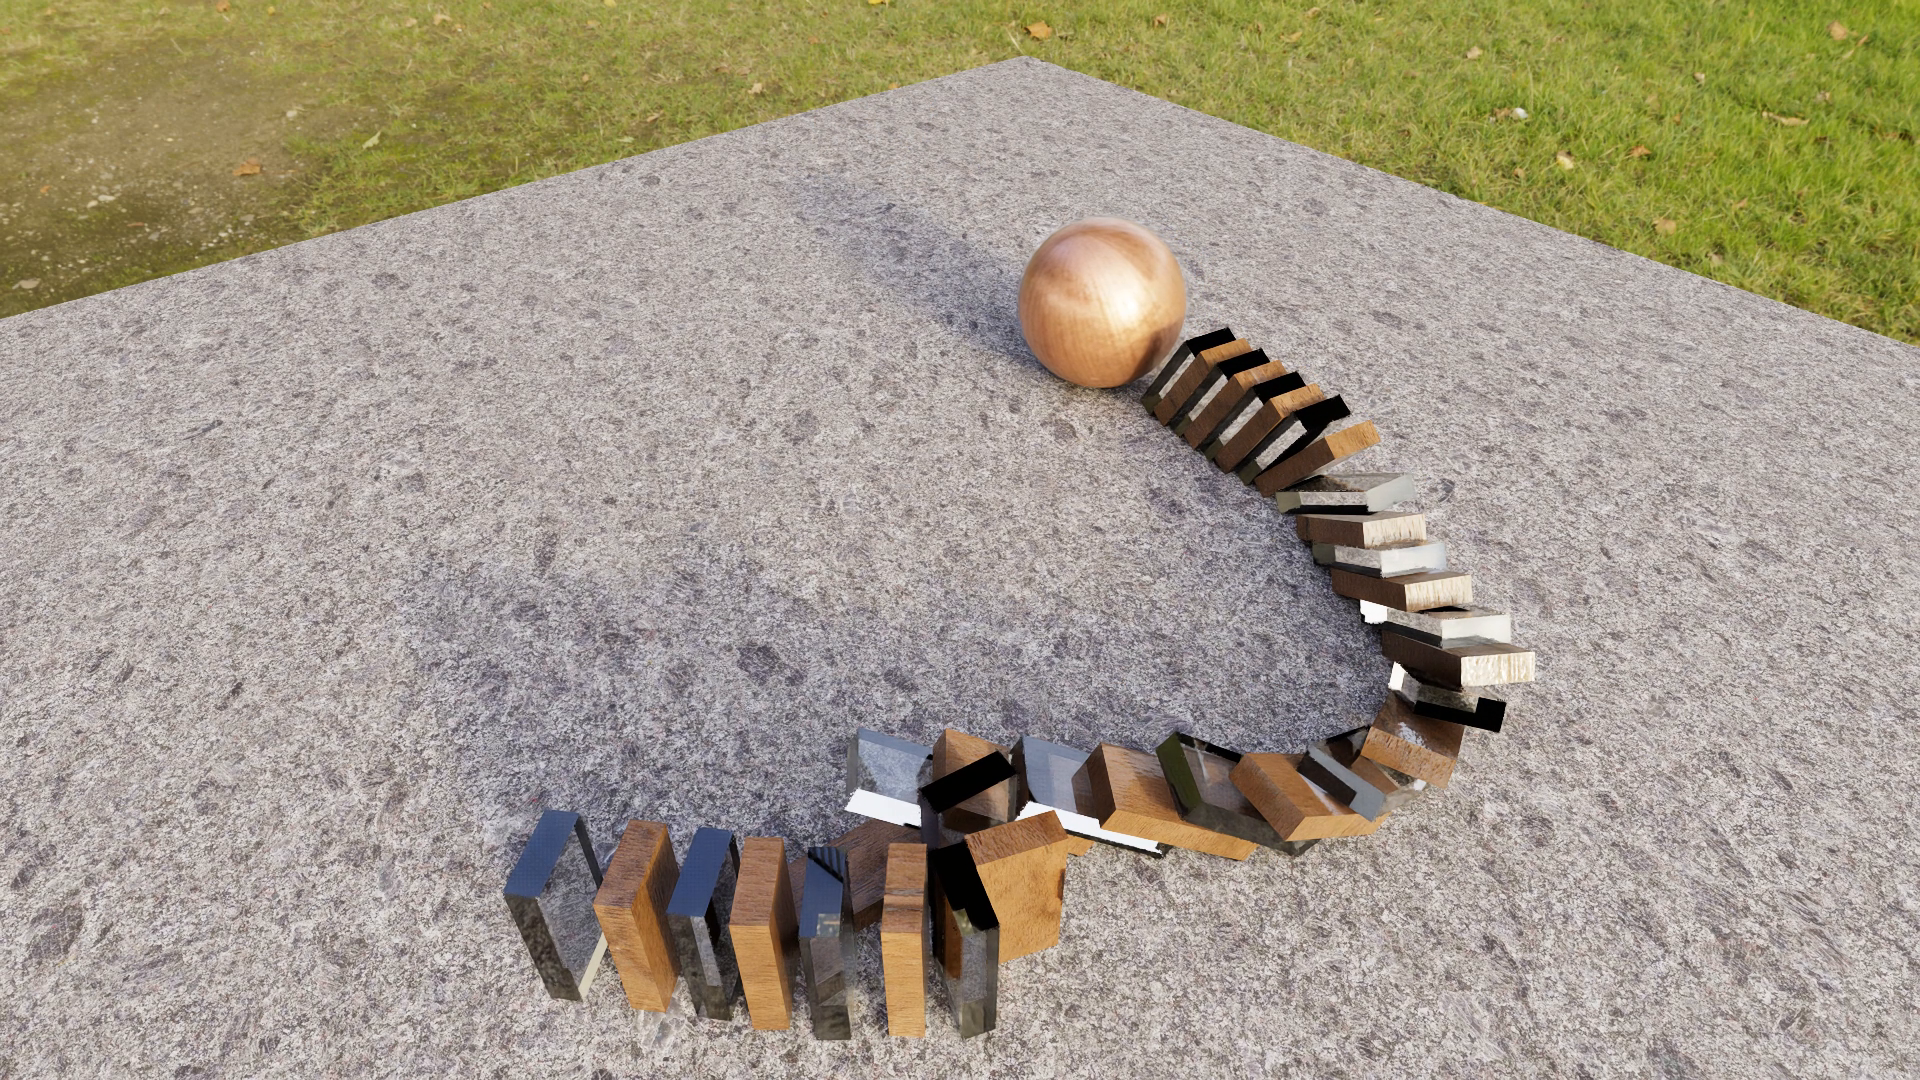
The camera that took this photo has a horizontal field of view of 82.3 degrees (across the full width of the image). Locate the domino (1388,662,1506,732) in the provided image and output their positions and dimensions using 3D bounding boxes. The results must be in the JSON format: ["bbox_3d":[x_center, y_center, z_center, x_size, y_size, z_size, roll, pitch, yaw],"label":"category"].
[{"bbox_3d":[0.158,0.051,0.360,0.025,0.009,0.050,12,4,13],"label":"domino"}]

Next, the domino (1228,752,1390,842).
[{"bbox_3d":[0.105,0.076,0.330,0.050,0.009,0.025,11,29,-42],"label":"domino"}]

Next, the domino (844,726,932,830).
[{"bbox_3d":[-0.009,0.076,0.333,0.050,0.010,0.025,20,31,-16],"label":"domino"}]

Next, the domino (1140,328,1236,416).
[{"bbox_3d":[0.105,-0.077,0.507,0.025,0.050,0.009,-20,73,-23],"label":"domino"}]

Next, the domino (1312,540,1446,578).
[{"bbox_3d":[0.157,0.005,0.416,0.025,0.009,0.050,-8,6,-9],"label":"domino"}]

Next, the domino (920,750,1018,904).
[{"bbox_3d":[0.002,0.084,0.309,0.025,0.050,0.009,-22,44,-24],"label":"domino"}]

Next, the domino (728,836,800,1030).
[{"bbox_3d":[-0.050,0.103,0.286,0.010,0.050,0.025,0,39,0],"label":"domino"}]

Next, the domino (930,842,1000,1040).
[{"bbox_3d":[0.001,0.104,0.284,0.009,0.050,0.025,-13,41,-15],"label":"domino"}]

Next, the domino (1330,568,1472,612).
[{"bbox_3d":[0.161,0.016,0.403,0.025,0.009,0.050,-8,7,-9],"label":"domino"}]

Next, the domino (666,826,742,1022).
[{"bbox_3d":[-0.064,0.101,0.288,0.009,0.050,0.025,4,40,5],"label":"domino"}]

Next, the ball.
[{"bbox_3d":[0.068,-0.113,0.526,0.080,0.080,0.080,0,39,0],"label":"ball"}]

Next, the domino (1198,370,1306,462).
[{"bbox_3d":[0.127,-0.053,0.478,0.025,0.050,0.009,-20,73,-23],"label":"domino"}]

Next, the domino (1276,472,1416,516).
[{"bbox_3d":[0.155,-0.019,0.446,0.025,0.009,0.050,-20,10,-23],"label":"domino"}]

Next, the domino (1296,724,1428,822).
[{"bbox_3d":[0.126,0.071,0.338,0.025,0.010,0.050,35,20,34],"label":"domino"}]

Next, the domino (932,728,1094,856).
[{"bbox_3d":[0.016,0.076,0.333,0.050,0.010,0.025,20,35,-16],"label":"domino"}]

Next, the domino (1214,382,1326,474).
[{"bbox_3d":[0.132,-0.047,0.470,0.025,0.050,0.009,-20,73,-23],"label":"domino"}]

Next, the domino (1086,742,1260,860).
[{"bbox_3d":[0.064,0.079,0.332,0.050,0.009,0.025,17,36,-18],"label":"domino"}]

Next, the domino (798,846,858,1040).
[{"bbox_3d":[-0.033,0.105,0.284,0.010,0.050,0.025,0,39,0],"label":"domino"}]

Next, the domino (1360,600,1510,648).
[{"bbox_3d":[0.166,0.028,0.388,0.025,0.010,0.050,-4,6,-10],"label":"domino"}]

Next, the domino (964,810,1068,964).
[{"bbox_3d":[0.014,0.095,0.296,0.025,0.050,0.010,-12,41,-15],"label":"domino"}]

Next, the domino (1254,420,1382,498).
[{"bbox_3d":[0.147,-0.033,0.455,0.025,0.050,0.010,-20,81,-23],"label":"domino"}]

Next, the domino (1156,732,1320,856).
[{"bbox_3d":[0.083,0.076,0.329,0.050,0.010,0.025,23,33,-28],"label":"domino"}]

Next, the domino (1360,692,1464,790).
[{"bbox_3d":[0.144,0.063,0.349,0.025,0.010,0.050,22,14,24],"label":"domino"}]

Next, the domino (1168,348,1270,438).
[{"bbox_3d":[0.116,-0.065,0.492,0.025,0.050,0.009,-20,73,-23],"label":"domino"}]

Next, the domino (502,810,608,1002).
[{"bbox_3d":[-0.105,0.098,0.292,0.009,0.050,0.025,5,40,6],"label":"domino"}]

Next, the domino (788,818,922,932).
[{"bbox_3d":[-0.028,0.098,0.323,0.050,0.010,0.025,-23,45,-26],"label":"domino"}]

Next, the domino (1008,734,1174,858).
[{"bbox_3d":[0.040,0.078,0.333,0.050,0.009,0.025,19,36,-17],"label":"domino"}]

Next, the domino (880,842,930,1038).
[{"bbox_3d":[-0.014,0.104,0.284,0.009,0.050,0.025,1,39,1],"label":"domino"}]

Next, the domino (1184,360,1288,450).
[{"bbox_3d":[0.121,-0.059,0.485,0.025,0.050,0.009,-20,73,-23],"label":"domino"}]

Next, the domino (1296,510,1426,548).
[{"bbox_3d":[0.155,-0.005,0.427,0.025,0.009,0.050,-8,6,-10],"label":"domino"}]

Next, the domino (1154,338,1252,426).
[{"bbox_3d":[0.110,-0.071,0.500,0.025,0.050,0.010,-20,73,-23],"label":"domino"}]

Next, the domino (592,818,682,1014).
[{"bbox_3d":[-0.082,0.100,0.290,0.009,0.050,0.025,5,40,6],"label":"domino"}]

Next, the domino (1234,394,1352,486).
[{"bbox_3d":[0.139,-0.041,0.464,0.025,0.050,0.010,-20,74,-23],"label":"domino"}]

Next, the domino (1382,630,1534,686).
[{"bbox_3d":[0.168,0.039,0.375,0.025,0.009,0.050,-4,6,-7],"label":"domino"}]
